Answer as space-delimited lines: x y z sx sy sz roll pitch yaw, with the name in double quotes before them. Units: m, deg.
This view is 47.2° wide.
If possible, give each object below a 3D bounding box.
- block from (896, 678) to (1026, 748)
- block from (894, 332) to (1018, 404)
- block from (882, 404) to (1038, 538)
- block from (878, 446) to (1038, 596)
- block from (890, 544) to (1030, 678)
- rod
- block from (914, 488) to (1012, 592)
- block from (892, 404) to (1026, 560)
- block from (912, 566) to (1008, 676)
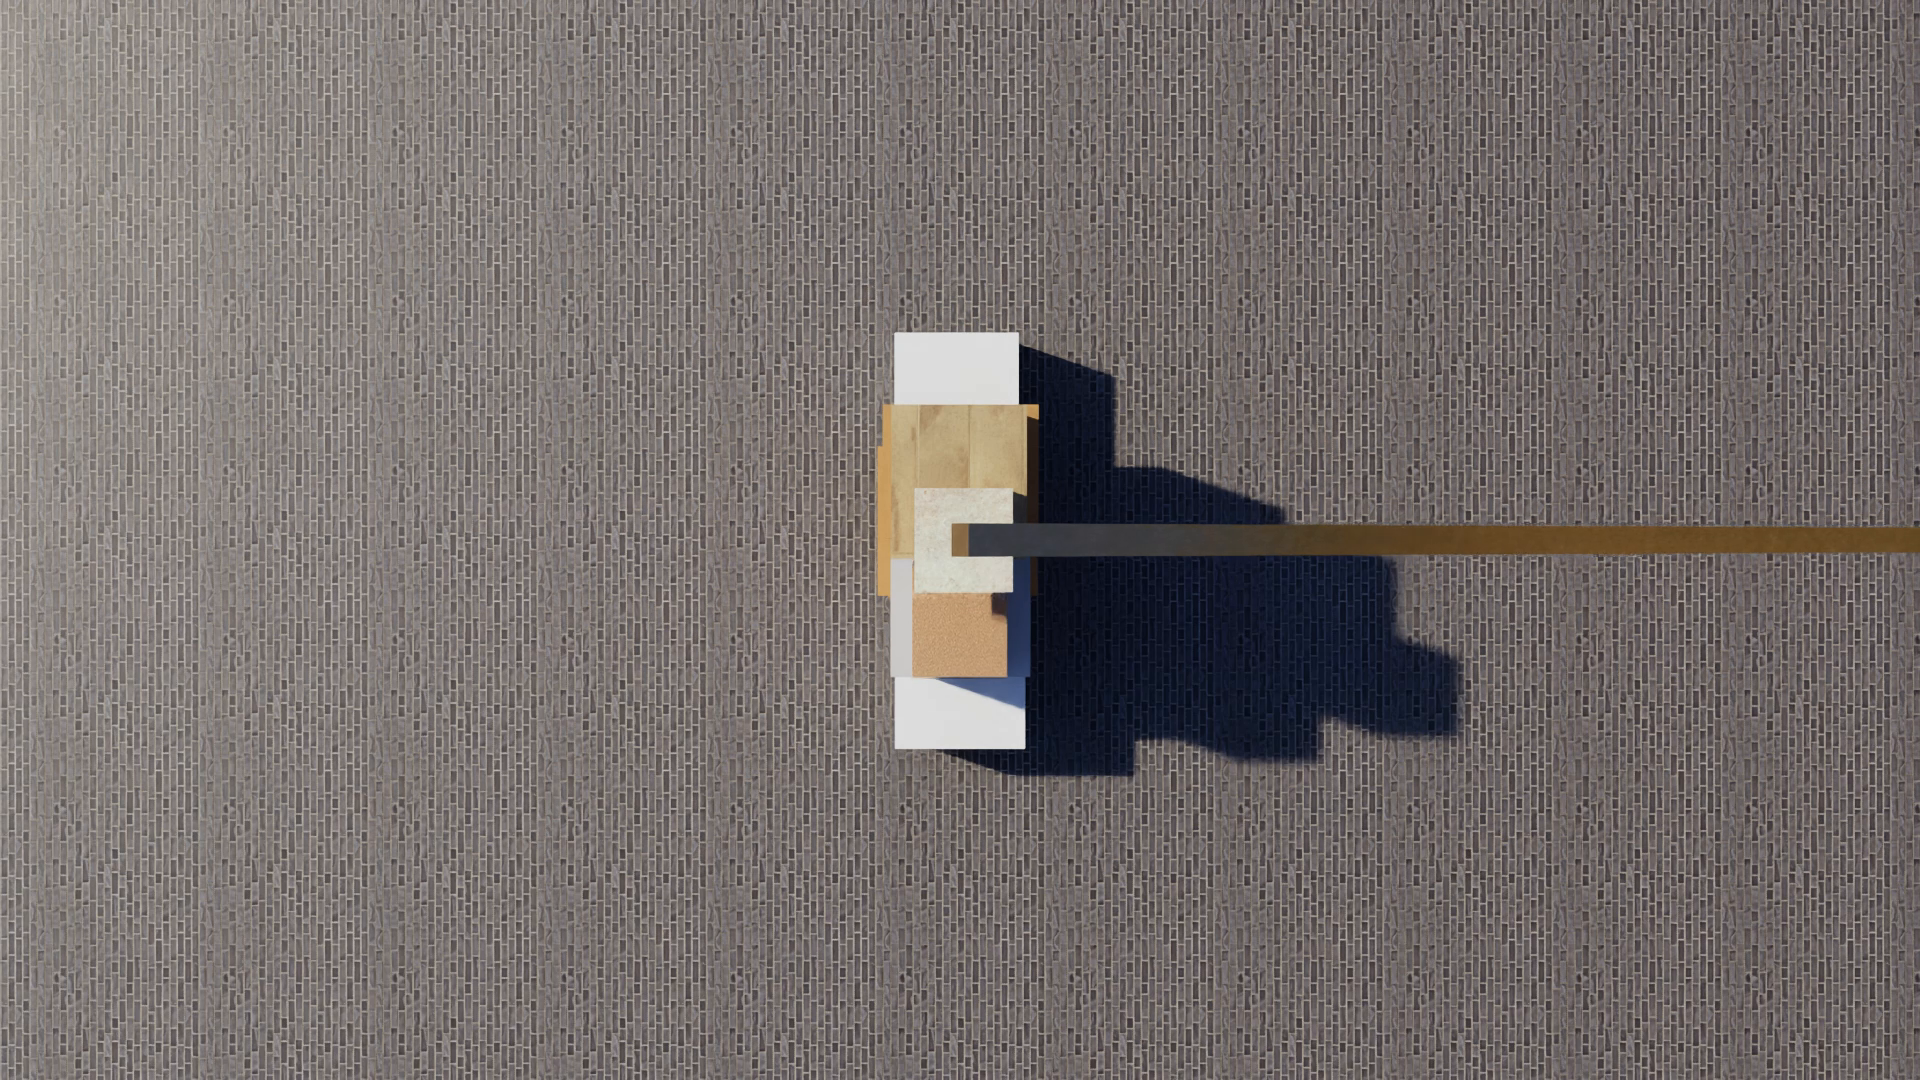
"block" 0.001 0.742 12.638 0.727 0.724 0.849 0 90 0
"block" -0.018 -0.847 12.684 0.698 0.632 0.639 0 90 0
"block" 0.004 -0.354 11.760 0.805 0.804 0.692 0 90 0
"block" -0.014 -0.105 12.581 0.884 0.837 0.825 0 90 0
"block" 0.003 0.360 11.826 0.730 0.675 0.698 0 92 0
"rod" 2.212 0.000 6.606 5.200 0.080 0.080 0 90 -32
"block" 0.017 0.000 10.310 0.450 0.488 0.474 0 90 0
"block" -0.005 -0.280 10.956 0.652 0.804 0.742 0 90 0
"block" -0.001 0.401 11.219 0.473 0.541 0.549 0 92 0
